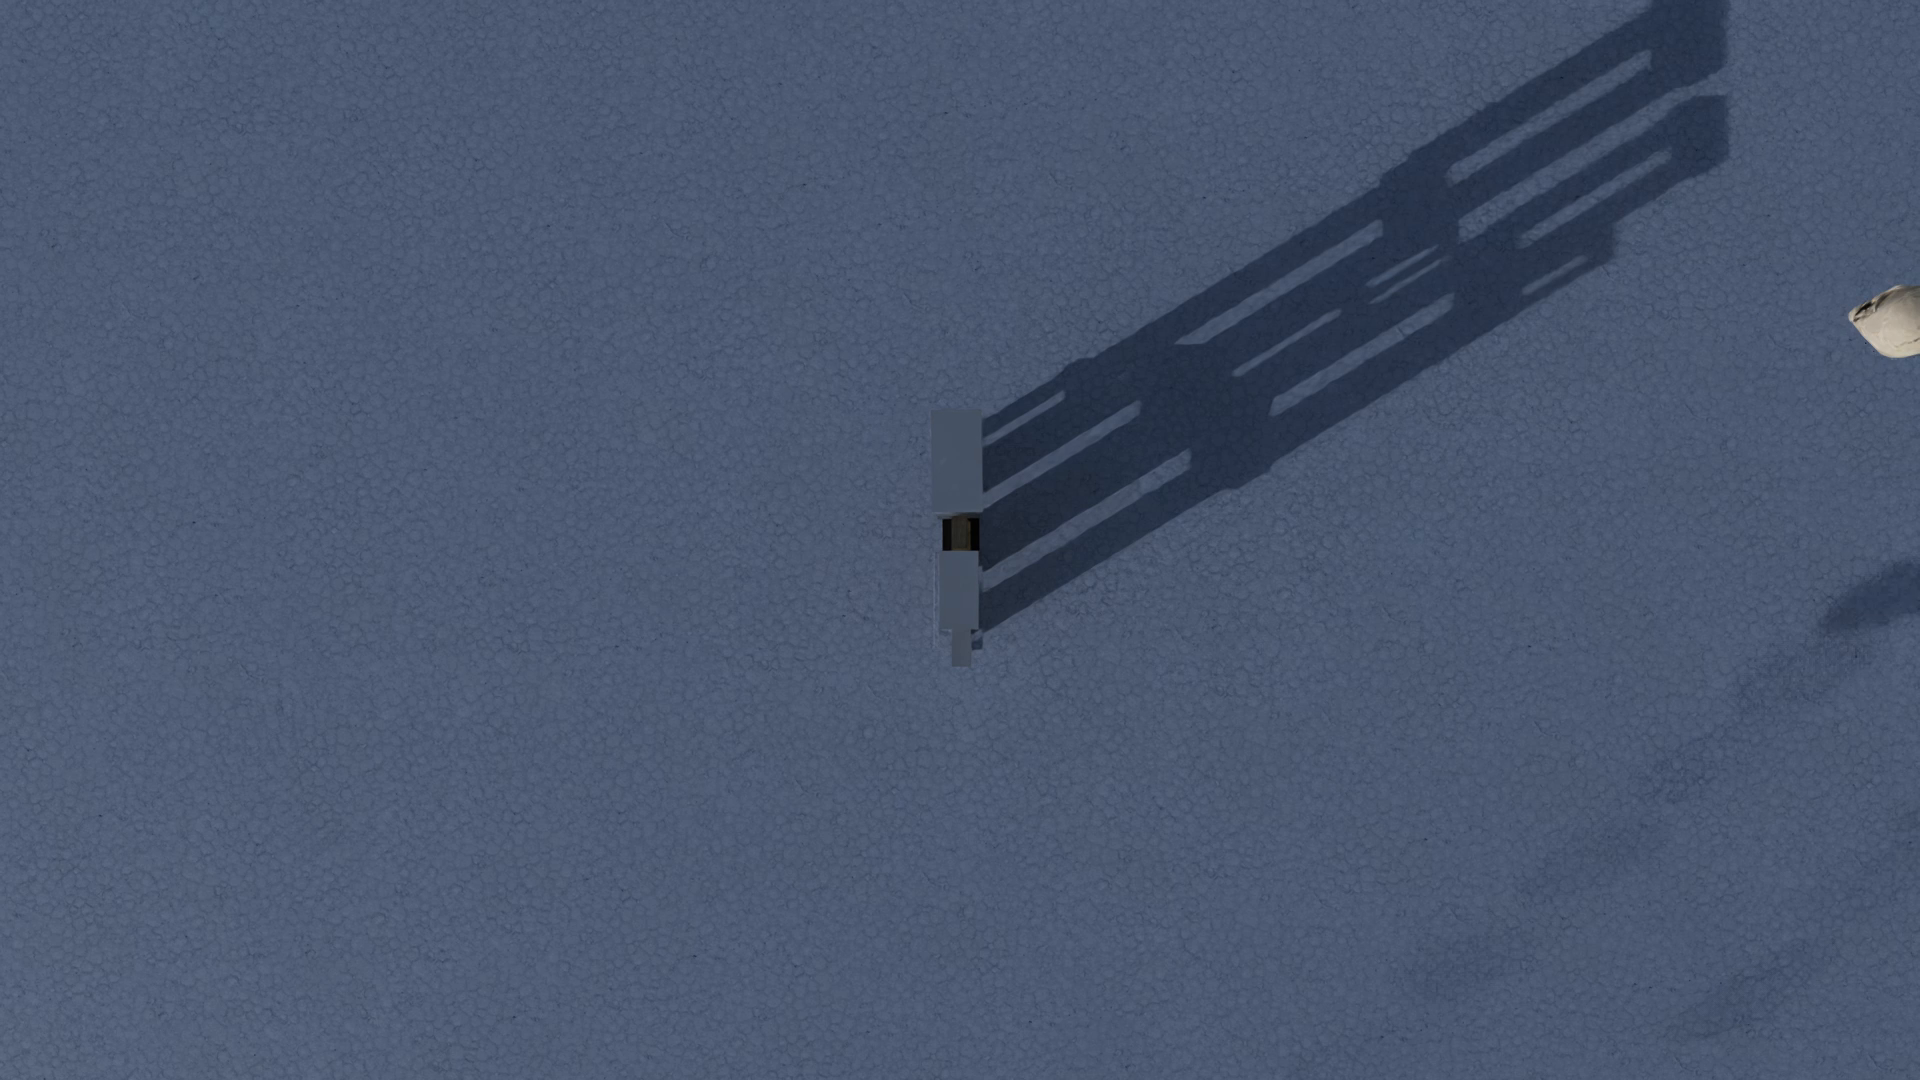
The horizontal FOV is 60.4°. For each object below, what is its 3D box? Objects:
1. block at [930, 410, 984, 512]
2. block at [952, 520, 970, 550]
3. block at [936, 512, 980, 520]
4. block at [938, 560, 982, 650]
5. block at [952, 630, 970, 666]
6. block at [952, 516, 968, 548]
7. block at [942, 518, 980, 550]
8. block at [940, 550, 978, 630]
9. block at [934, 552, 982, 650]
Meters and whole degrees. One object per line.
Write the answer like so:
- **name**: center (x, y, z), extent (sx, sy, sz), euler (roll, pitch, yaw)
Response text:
- **block**: center (-0.009, -0.221, 4.628), extent (0.143, 0.041, 0.286), euler (-1, 90, 0)
- **block**: center (0.003, -0.002, 5.029), extent (0.057, 0.016, 0.114), euler (0, 90, 0)
- **block**: center (-0.007, -0.193, 4.953), extent (0.130, 0.037, 0.259), euler (-1, 90, 0)
- **block**: center (0.001, 0.192, 4.870), extent (0.131, 0.037, 0.263), euler (0, 90, 0)
- **block**: center (0.004, 0.309, 4.735), extent (0.054, 0.015, 0.109), euler (0, 90, 0)
- **block**: center (-0.001, -0.023, 4.917), extent (0.049, 0.014, 0.097), euler (0, 90, 0)
- **block**: center (0.003, -0.084, 5.247), extent (0.118, 0.033, 0.236), euler (0, 90, 0)
- **block**: center (-0.003, 0.140, 4.617), extent (0.109, 0.031, 0.219), euler (0, 90, 0)
- **block**: center (-0.004, 0.192, 5.173), extent (0.153, 0.043, 0.305), euler (0, 90, 0)
